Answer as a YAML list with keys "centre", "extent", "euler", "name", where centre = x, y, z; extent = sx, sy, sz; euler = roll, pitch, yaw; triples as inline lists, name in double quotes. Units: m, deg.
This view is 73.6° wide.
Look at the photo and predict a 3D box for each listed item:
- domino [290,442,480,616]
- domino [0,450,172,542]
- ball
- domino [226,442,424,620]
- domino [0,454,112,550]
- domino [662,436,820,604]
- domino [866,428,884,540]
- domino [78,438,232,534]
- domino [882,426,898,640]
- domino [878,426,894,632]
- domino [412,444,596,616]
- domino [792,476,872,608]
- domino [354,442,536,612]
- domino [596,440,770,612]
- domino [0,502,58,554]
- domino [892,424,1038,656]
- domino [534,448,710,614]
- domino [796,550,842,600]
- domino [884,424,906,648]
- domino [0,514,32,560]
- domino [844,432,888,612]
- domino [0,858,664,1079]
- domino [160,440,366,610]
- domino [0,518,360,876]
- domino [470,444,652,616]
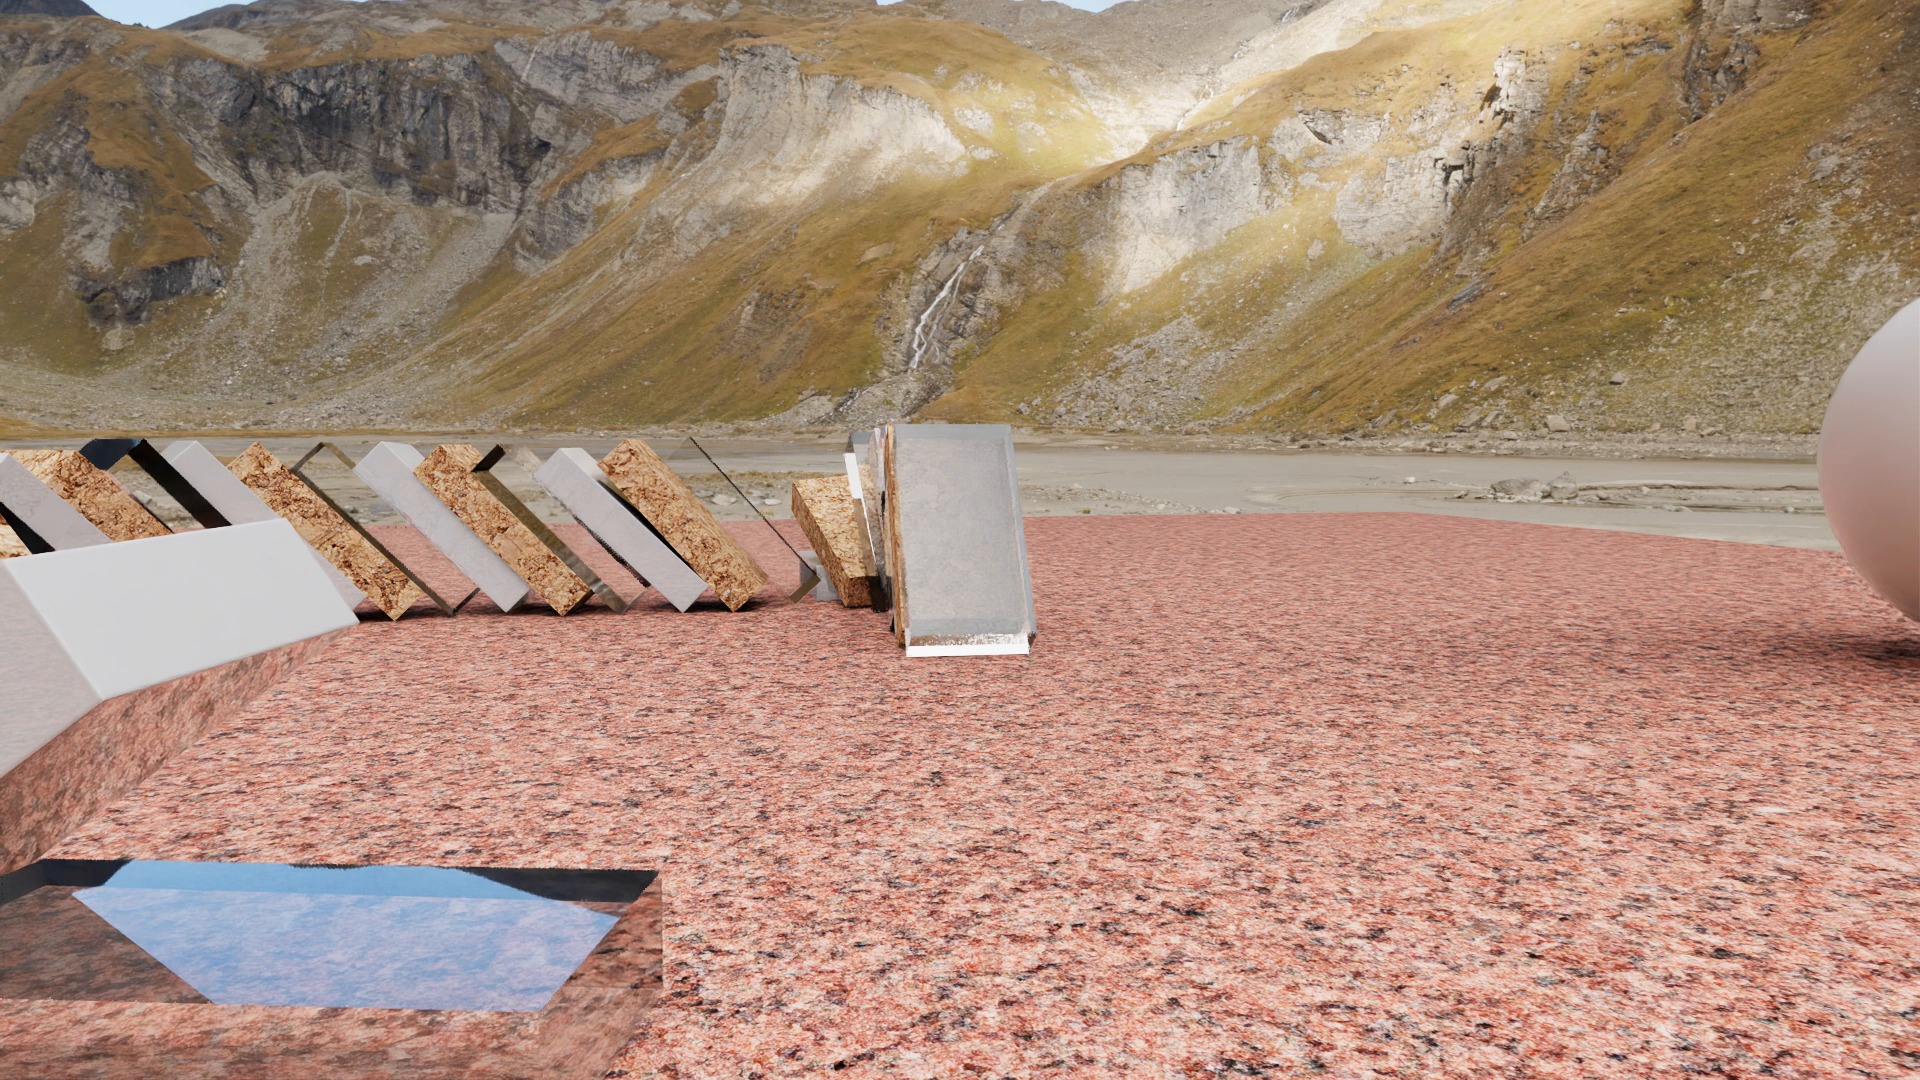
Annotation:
- centre: [-0.142, -0.003, 0.320]
  extent: [0.010, 0.050, 0.025]
  euler: [-46, 17, -12]
  name: "domino"
- centre: [-0.176, 0.002, 0.269]
  extent: [0.025, 0.010, 0.050]
  euler: [2, -39, 24]
  name: "domino"
- centre: [0.211, -0.016, 0.244]
  extent: [0.080, 0.080, 0.080]
  euler: [0, 4, 0]
  name: "ball"
- centre: [-0.154, -0.002, 0.310]
  extent: [0.009, 0.050, 0.025]
  euler: [-48, 25, -18]
  name: "domino"
- centre: [-0.180, 0.003, 0.254]
  extent: [0.025, 0.010, 0.050]
  euler: [2, -38, 19]
  name: "domino"
- centre: [-0.059, -0.006, 0.344]
  extent: [0.010, 0.050, 0.025]
  euler: [-43, 12, -7]
  name: "domino"
- centre: [-0.007, -0.005, 0.326]
  extent: [0.025, 0.050, 0.009]
  euler: [-1, -30, -19]
  name: "domino"
- centre: [-0.171, -0.001, 0.285]
  extent: [0.025, 0.050, 0.010]
  euler: [3, 47, 36]
  name: "domino"
- centre: [-0.003, -0.003, 0.290]
  extent: [0.025, 0.050, 0.010]
  euler: [-1, -30, -9]
  name: "domino"
- centre: [-0.005, -0.003, 0.301]
  extent: [0.025, 0.050, 0.010]
  euler: [-1, -30, -9]
  name: "domino"
- centre: [-0.113, -0.003, 0.326]
  extent: [0.010, 0.050, 0.025]
  euler: [-45, 6, 0]
  name: "domino"
- centre: [-0.027, -0.001, 0.354]
  extent: [0.025, 0.010, 0.050]
  euler: [-8, 35, -23]
  name: "domino"
- centre: [-0.128, -0.004, 0.327]
  extent: [0.009, 0.050, 0.025]
  euler: [-45, 7, -4]
  name: "domino"
- centre: [-0.071, -0.004, 0.334]
  extent: [0.010, 0.050, 0.025]
  euler: [-42, 6, 0]
  name: "domino"
- centre: [-0.182, 0.004, 0.238]
  extent: [0.025, 0.009, 0.050]
  euler: [1, -38, 13]
  name: "domino"
- centre: [0.000, -0.001, 0.267]
  extent: [0.025, 0.050, 0.010]
  euler: [-1, -30, -9]
  name: "domino"
- centre: [-0.085, -0.003, 0.332]
  extent: [0.050, 0.010, 0.025]
  euler: [44, 0, -6]
  name: "domino"
- centre: [-0.033, 0.010, 0.375]
  extent: [0.025, 0.010, 0.050]
  euler: [-1, 4, -13]
  name: "domino"
- centre: [-0.002, -0.002, 0.278]
  extent: [0.025, 0.050, 0.009]
  euler: [-1, -30, -9]
  name: "domino"
- centre: [-0.088, 0.016, 0.084]
  extent: [0.050, 0.010, 0.025]
  euler: [-42, -5, 12]
  name: "domino"
- centre: [-0.014, -0.006, 0.337]
  extent: [0.025, 0.050, 0.009]
  euler: [-1, -33, -19]
  name: "domino"
- centre: [-0.049, 0.031, 0.089]
  extent: [0.050, 0.010, 0.025]
  euler: [0, 4, 3]
  name: "domino"
- centre: [-0.164, -0.001, 0.299]
  extent: [0.025, 0.050, 0.009]
  euler: [5, 49, 49]
  name: "domino"
- centre: [-0.069, 0.018, 0.087]
  extent: [0.050, 0.009, 0.025]
  euler: [-34, 2, 9]
  name: "domino"
- centre: [-0.100, -0.003, 0.328]
  extent: [0.009, 0.050, 0.025]
  euler: [-45, 6, 0]
  name: "domino"
